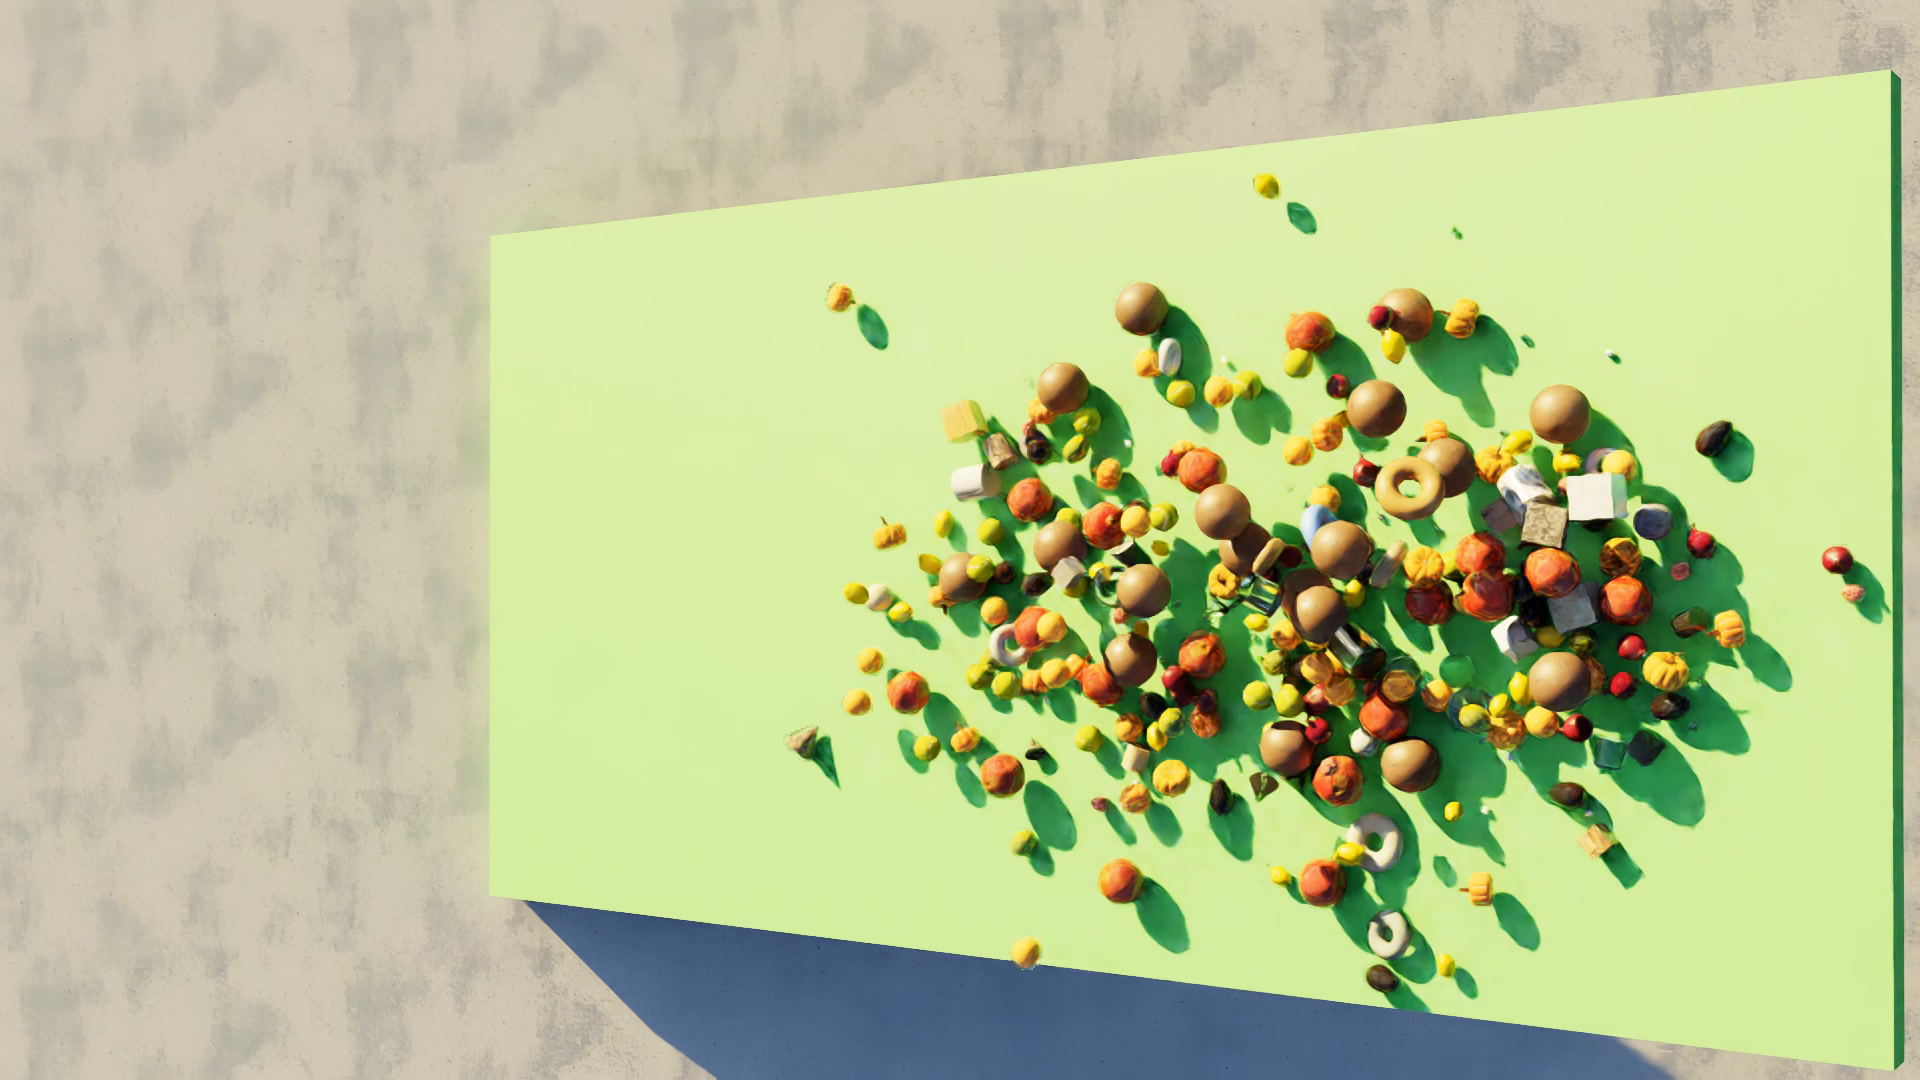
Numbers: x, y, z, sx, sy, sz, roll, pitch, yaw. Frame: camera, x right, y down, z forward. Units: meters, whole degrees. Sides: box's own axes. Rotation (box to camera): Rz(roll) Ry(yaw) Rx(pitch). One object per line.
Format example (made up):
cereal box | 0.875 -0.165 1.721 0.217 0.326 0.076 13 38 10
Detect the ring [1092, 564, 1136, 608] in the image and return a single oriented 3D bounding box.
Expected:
ring | 0.376 0.113 5.368 0.111 0.037 0.111 3 108 8

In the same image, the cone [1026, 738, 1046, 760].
cone | 0.185 0.517 5.536 0.053 0.053 0.053 -12 49 0

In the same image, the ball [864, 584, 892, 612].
ball | -0.215 0.152 5.785 0.076 0.076 0.076 0 90 0

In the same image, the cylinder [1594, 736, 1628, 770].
cylinder | 1.385 0.454 4.684 0.060 0.060 0.060 9 96 0

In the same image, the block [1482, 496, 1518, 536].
block | 1.180 -0.053 4.804 0.057 0.057 0.057 -35 93 20

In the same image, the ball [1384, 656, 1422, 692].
ball | 0.997 0.301 4.939 0.083 0.083 0.083 0 90 0

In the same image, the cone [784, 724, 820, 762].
cone | -0.408 0.530 5.922 0.092 0.092 0.092 41 94 0

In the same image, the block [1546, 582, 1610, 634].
block | 1.324 0.145 4.711 0.088 0.088 0.088 -22 78 33

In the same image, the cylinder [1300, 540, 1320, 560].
cylinder | 0.818 0.009 5.032 0.057 0.057 0.057 32 90 8

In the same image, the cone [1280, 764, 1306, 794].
cone | 0.786 0.568 5.115 0.066 0.066 0.066 -24 107 0

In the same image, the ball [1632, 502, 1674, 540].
ball | 1.458 -0.039 4.624 0.081 0.081 0.081 0 90 0

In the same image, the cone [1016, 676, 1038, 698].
cone | 0.177 0.374 5.544 0.052 0.052 0.052 8 90 21

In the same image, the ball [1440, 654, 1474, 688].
ball | 1.101 0.289 4.871 0.077 0.077 0.077 0 90 0

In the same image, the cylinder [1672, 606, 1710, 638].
cylinder | 1.522 0.171 4.581 0.053 0.053 0.053 8 68 -20

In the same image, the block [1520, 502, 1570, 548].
block | 1.241 -0.033 4.651 0.082 0.082 0.082 12 95 21

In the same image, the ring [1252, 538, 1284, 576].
ring | 0.692 0.037 4.936 0.033 0.098 0.098 37 90 12

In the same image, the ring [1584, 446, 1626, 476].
ring | 1.378 -0.156 4.701 0.086 0.029 0.086 2 98 16

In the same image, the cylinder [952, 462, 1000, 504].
cylinder | 0.041 -0.145 5.601 0.090 0.090 0.090 -11 89 34

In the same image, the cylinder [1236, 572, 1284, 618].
cylinder | 0.669 0.123 4.898 0.076 0.076 0.076 25 90 -12

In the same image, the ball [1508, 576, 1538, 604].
ball | 1.211 0.107 4.728 0.060 0.060 0.060 0 90 0

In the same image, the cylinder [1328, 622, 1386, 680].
cylinder | 0.877 0.245 4.857 0.092 0.092 0.092 -36 46 0

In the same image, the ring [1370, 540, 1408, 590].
ring | 0.949 0.055 4.863 0.041 0.123 0.123 34 90 11

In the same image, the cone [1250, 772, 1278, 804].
cone | 0.689 0.580 5.040 0.067 0.067 0.067 11 126 0

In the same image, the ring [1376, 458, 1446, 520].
ring | 0.949 -0.108 4.638 0.146 0.049 0.146 -3 65 6

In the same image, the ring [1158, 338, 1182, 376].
ring | 0.504 -0.440 5.282 0.031 0.094 0.094 5 89 28

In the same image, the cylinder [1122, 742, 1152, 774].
cylinder | 0.428 0.529 5.347 0.059 0.059 0.059 18 102 0

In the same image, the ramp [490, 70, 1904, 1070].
ramp | 0.246 0.068 5.573 4.000 0.100 2.000 0 89 35

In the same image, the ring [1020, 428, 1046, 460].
ring | 0.184 -0.241 5.543 0.078 0.026 0.078 0 91 34

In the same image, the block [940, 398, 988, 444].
block | 0.010 -0.301 5.592 0.082 0.082 0.082 -22 79 19

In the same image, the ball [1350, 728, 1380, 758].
ball | 0.922 0.460 5.000 0.067 0.067 0.067 0 90 0

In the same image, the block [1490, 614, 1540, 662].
block | 1.209 0.215 4.787 0.065 0.065 0.065 -38 45 19

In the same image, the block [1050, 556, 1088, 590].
block | 0.255 0.077 5.170 0.051 0.051 0.051 47 123 21

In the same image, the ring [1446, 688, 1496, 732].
ring | 1.128 0.375 4.853 0.108 0.036 0.108 4 112 9

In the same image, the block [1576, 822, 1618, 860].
block | 1.363 0.644 4.700 0.055 0.055 0.055 -48 65 24

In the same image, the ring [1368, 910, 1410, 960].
ring | 0.969 0.892 4.970 0.038 0.114 0.114 5 89 -38

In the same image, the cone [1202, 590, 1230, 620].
cone | 0.599 0.146 5.228 0.067 0.067 0.067 -16 73 0

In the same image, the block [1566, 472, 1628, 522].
block | 1.323 -0.088 4.563 0.092 0.092 0.092 -6 87 35

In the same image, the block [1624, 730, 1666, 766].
block | 1.447 0.440 4.646 0.052 0.052 0.052 42 112 27

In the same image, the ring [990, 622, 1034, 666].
ring | 0.130 0.264 5.535 0.112 0.037 0.112 1 80 -8

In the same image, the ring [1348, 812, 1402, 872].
ring | 0.943 0.688 4.997 0.136 0.045 0.136 0 90 36

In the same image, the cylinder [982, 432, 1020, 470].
cylinder | 0.104 -0.225 5.568 0.073 0.073 0.073 -25 72 0

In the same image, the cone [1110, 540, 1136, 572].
cone | 0.412 0.049 5.378 0.071 0.071 0.071 -33 88 0

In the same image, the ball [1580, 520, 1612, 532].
ball | 1.358 -0.052 4.700 0.070 0.070 0.070 0 90 0

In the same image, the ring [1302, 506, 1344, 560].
ring | 0.818 -0.015 4.957 0.045 0.134 0.134 -25 89 37

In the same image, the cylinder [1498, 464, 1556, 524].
cylinder | 1.227 -0.099 4.759 0.094 0.094 0.094 -20 49 0
